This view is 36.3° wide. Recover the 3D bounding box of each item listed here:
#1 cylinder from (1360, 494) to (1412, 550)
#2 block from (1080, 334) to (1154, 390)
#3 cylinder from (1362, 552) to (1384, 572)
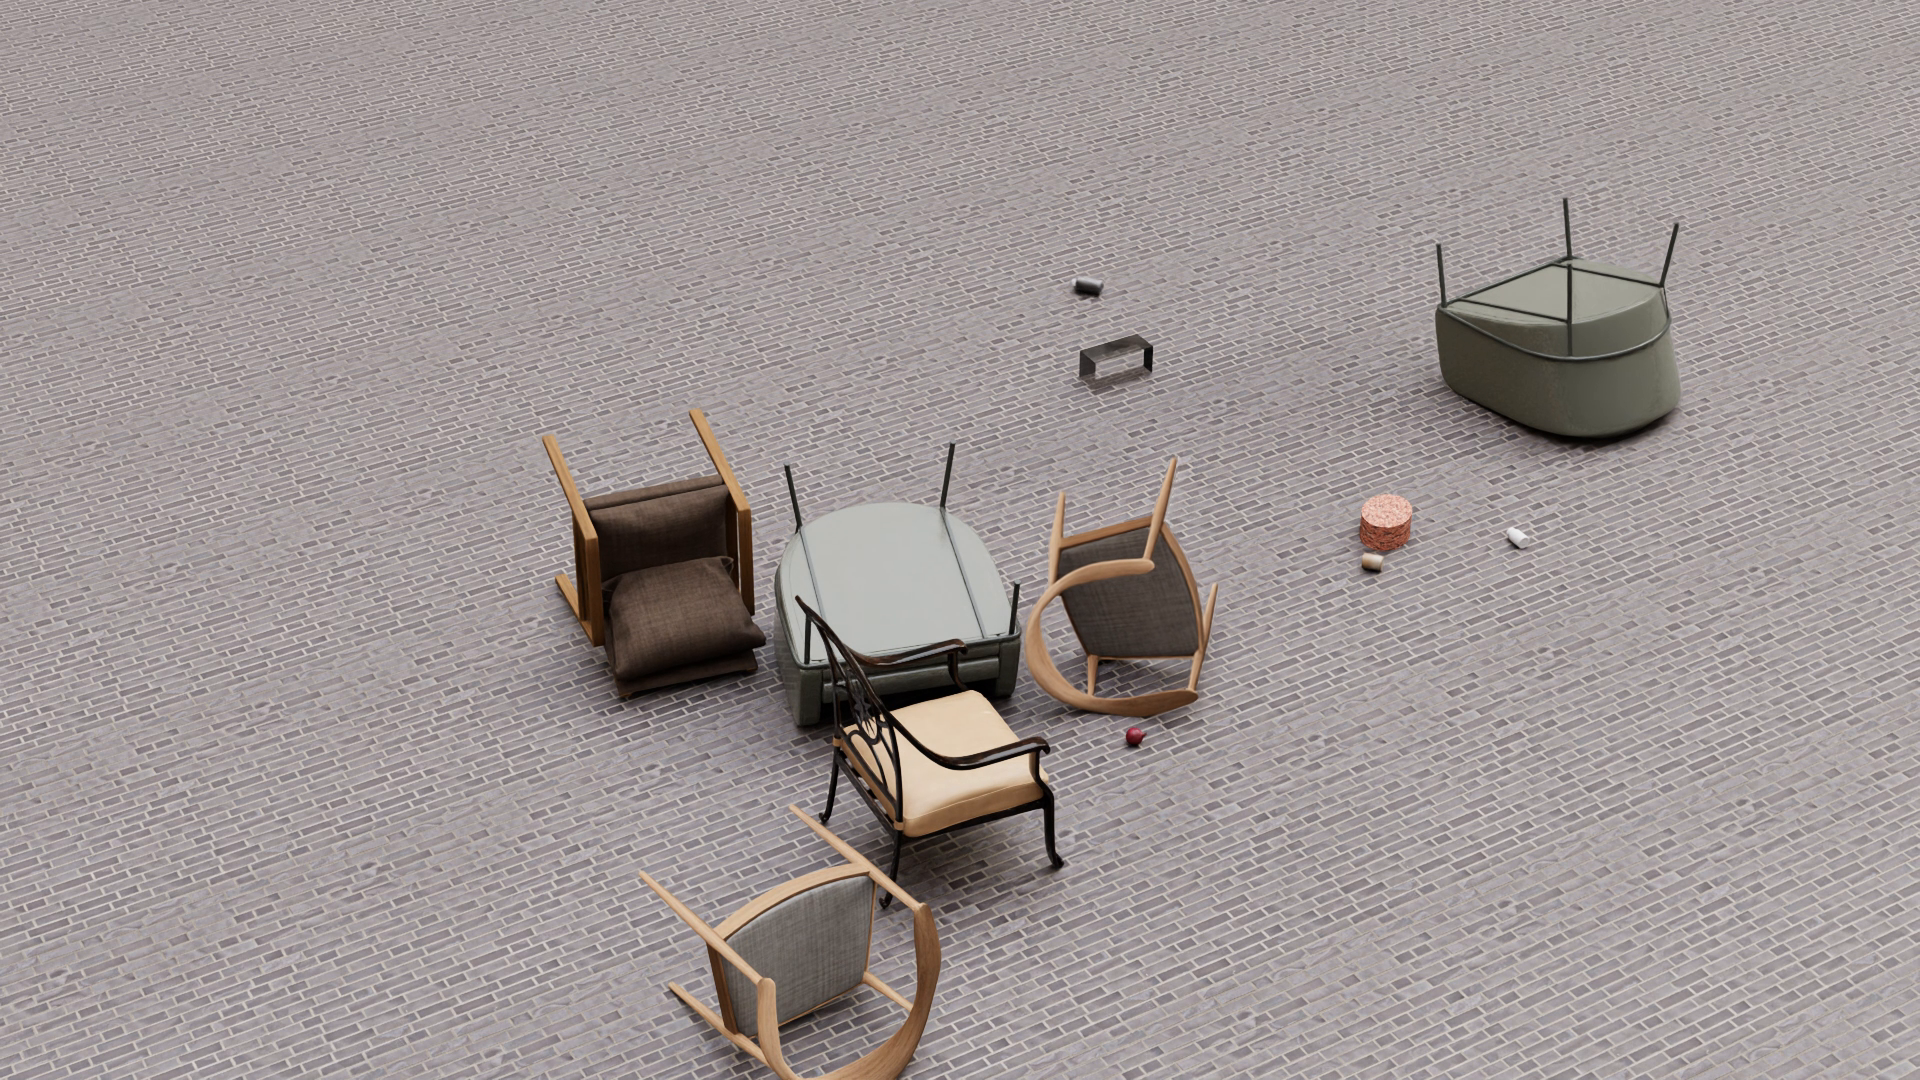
[{"bbox_3d":[1.590,-0.066,10.949,0.184,0.105,0.235,13,35,18],"label":"cylinder"},{"bbox_3d":[0.635,-0.725,11.932,0.277,0.125,0.120,-18,37,-25],"label":"block"},{"bbox_3d":[1.517,0.081,10.771,0.072,0.057,0.056,11,75,17],"label":"cylinder"}]
